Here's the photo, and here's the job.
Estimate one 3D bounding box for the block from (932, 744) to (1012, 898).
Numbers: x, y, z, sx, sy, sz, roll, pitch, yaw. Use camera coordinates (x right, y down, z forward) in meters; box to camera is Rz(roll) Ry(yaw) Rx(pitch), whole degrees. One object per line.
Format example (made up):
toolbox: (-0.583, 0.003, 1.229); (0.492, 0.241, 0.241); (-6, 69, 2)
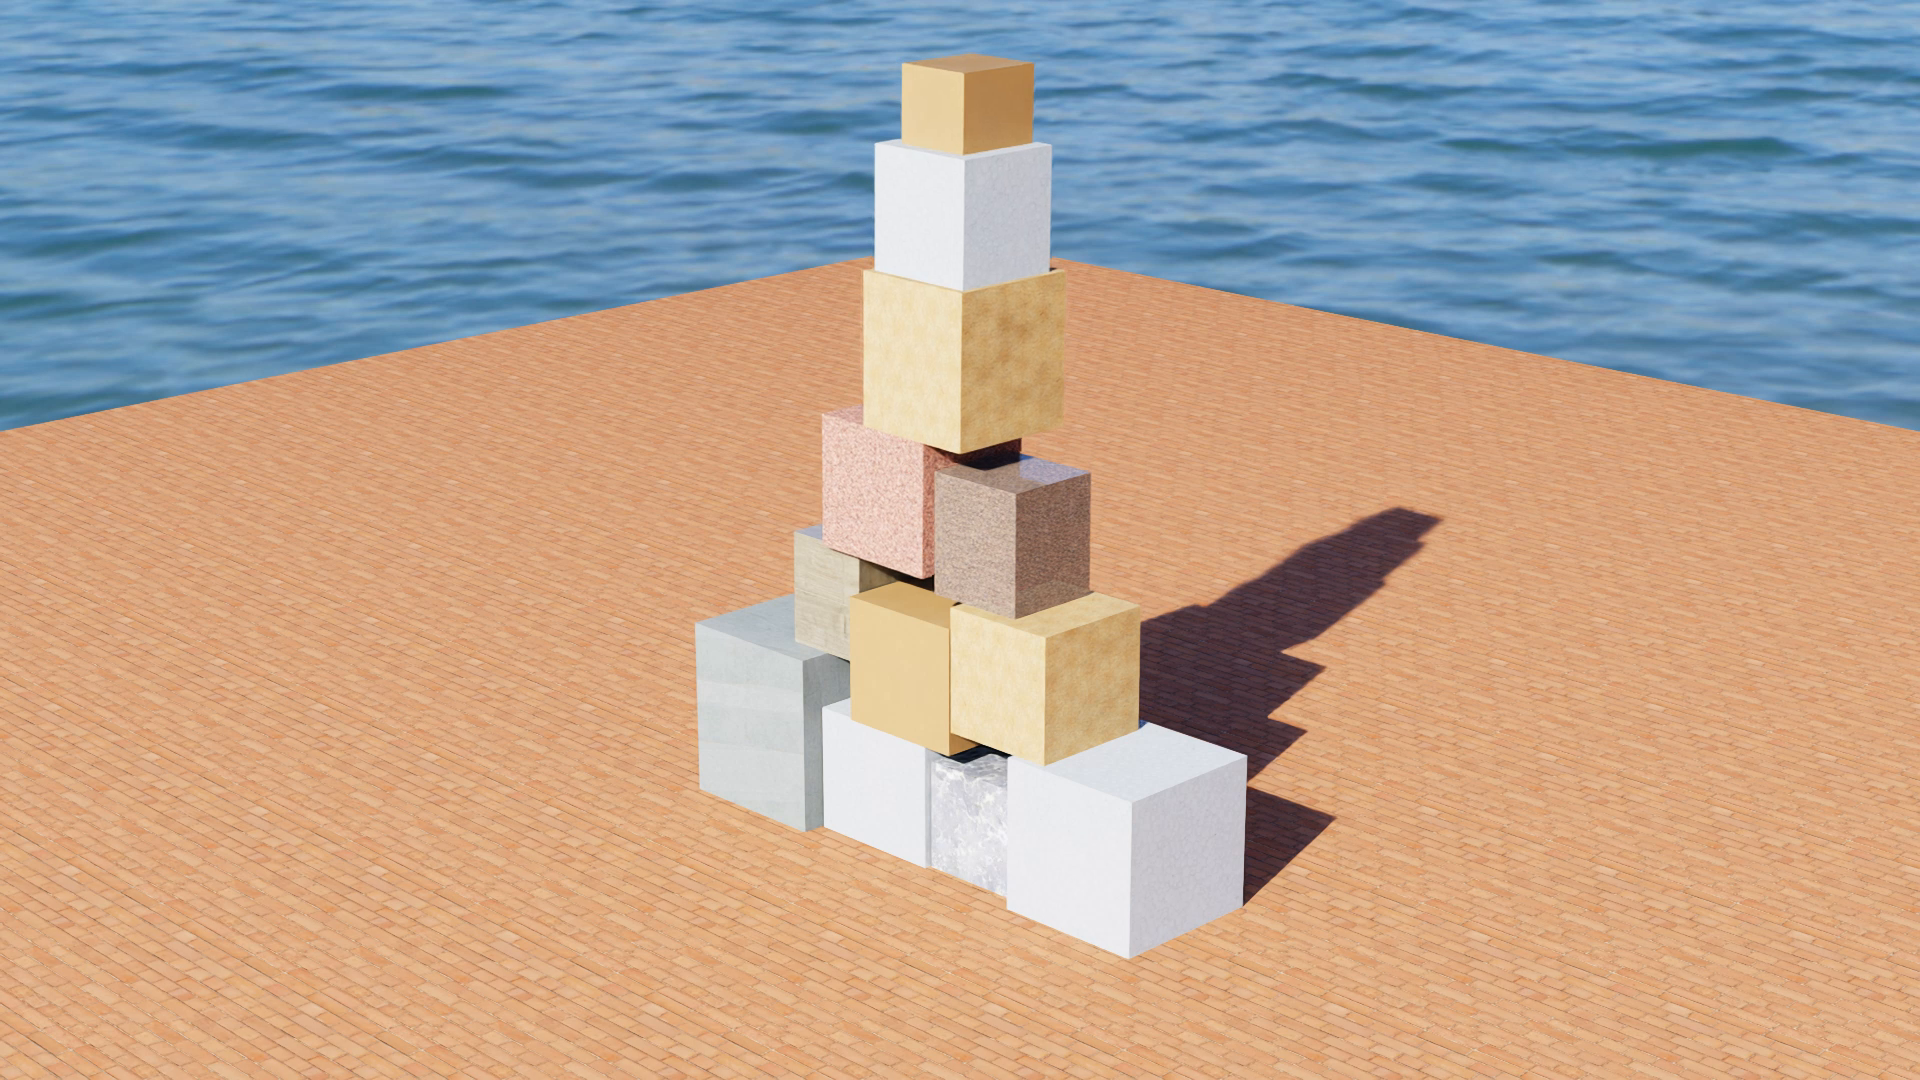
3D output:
block: (0.266, 1.260, 13.466); (0.564, 0.522, 0.559); (-17, 24, -42)

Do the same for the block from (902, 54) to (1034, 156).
block: (0.034, -1.897, 12.731); (0.431, 0.349, 0.377); (-17, 25, -42)

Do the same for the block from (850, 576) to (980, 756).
block: (-0.036, 0.544, 13.571); (0.686, 0.607, 0.647); (-17, 24, -42)

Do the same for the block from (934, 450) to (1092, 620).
block: (0.233, -0.029, 13.081); (0.482, 0.574, 0.502); (-17, 24, -42)

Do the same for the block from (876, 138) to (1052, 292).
block: (0.013, -1.456, 12.857); (0.541, 0.566, 0.548); (-17, 25, -42)

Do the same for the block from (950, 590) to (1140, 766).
block: (0.381, 0.578, 13.097); (0.616, 0.593, 0.577); (-17, 24, -42)

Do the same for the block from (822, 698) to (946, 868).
block: (-0.173, 1.081, 13.889); (0.654, 0.609, 0.689); (-17, 24, -42)

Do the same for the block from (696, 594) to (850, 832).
block: (-0.718, 0.808, 14.331); (0.821, 0.865, 0.774); (-17, 24, -42)

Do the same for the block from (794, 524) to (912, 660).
block: (-0.433, 0.211, 13.874); (0.538, 0.547, 0.447); (-17, 24, -42)

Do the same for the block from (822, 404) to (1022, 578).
block: (-0.176, -0.267, 13.441); (0.627, 0.632, 0.658); (-17, 25, -42)

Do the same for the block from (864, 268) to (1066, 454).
block: (0.019, -0.851, 13.067); (0.655, 0.715, 0.613); (-17, 25, -42)

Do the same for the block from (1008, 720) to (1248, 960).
block: (0.737, 1.299, 13.002); (0.762, 0.725, 0.730); (-17, 24, -42)
